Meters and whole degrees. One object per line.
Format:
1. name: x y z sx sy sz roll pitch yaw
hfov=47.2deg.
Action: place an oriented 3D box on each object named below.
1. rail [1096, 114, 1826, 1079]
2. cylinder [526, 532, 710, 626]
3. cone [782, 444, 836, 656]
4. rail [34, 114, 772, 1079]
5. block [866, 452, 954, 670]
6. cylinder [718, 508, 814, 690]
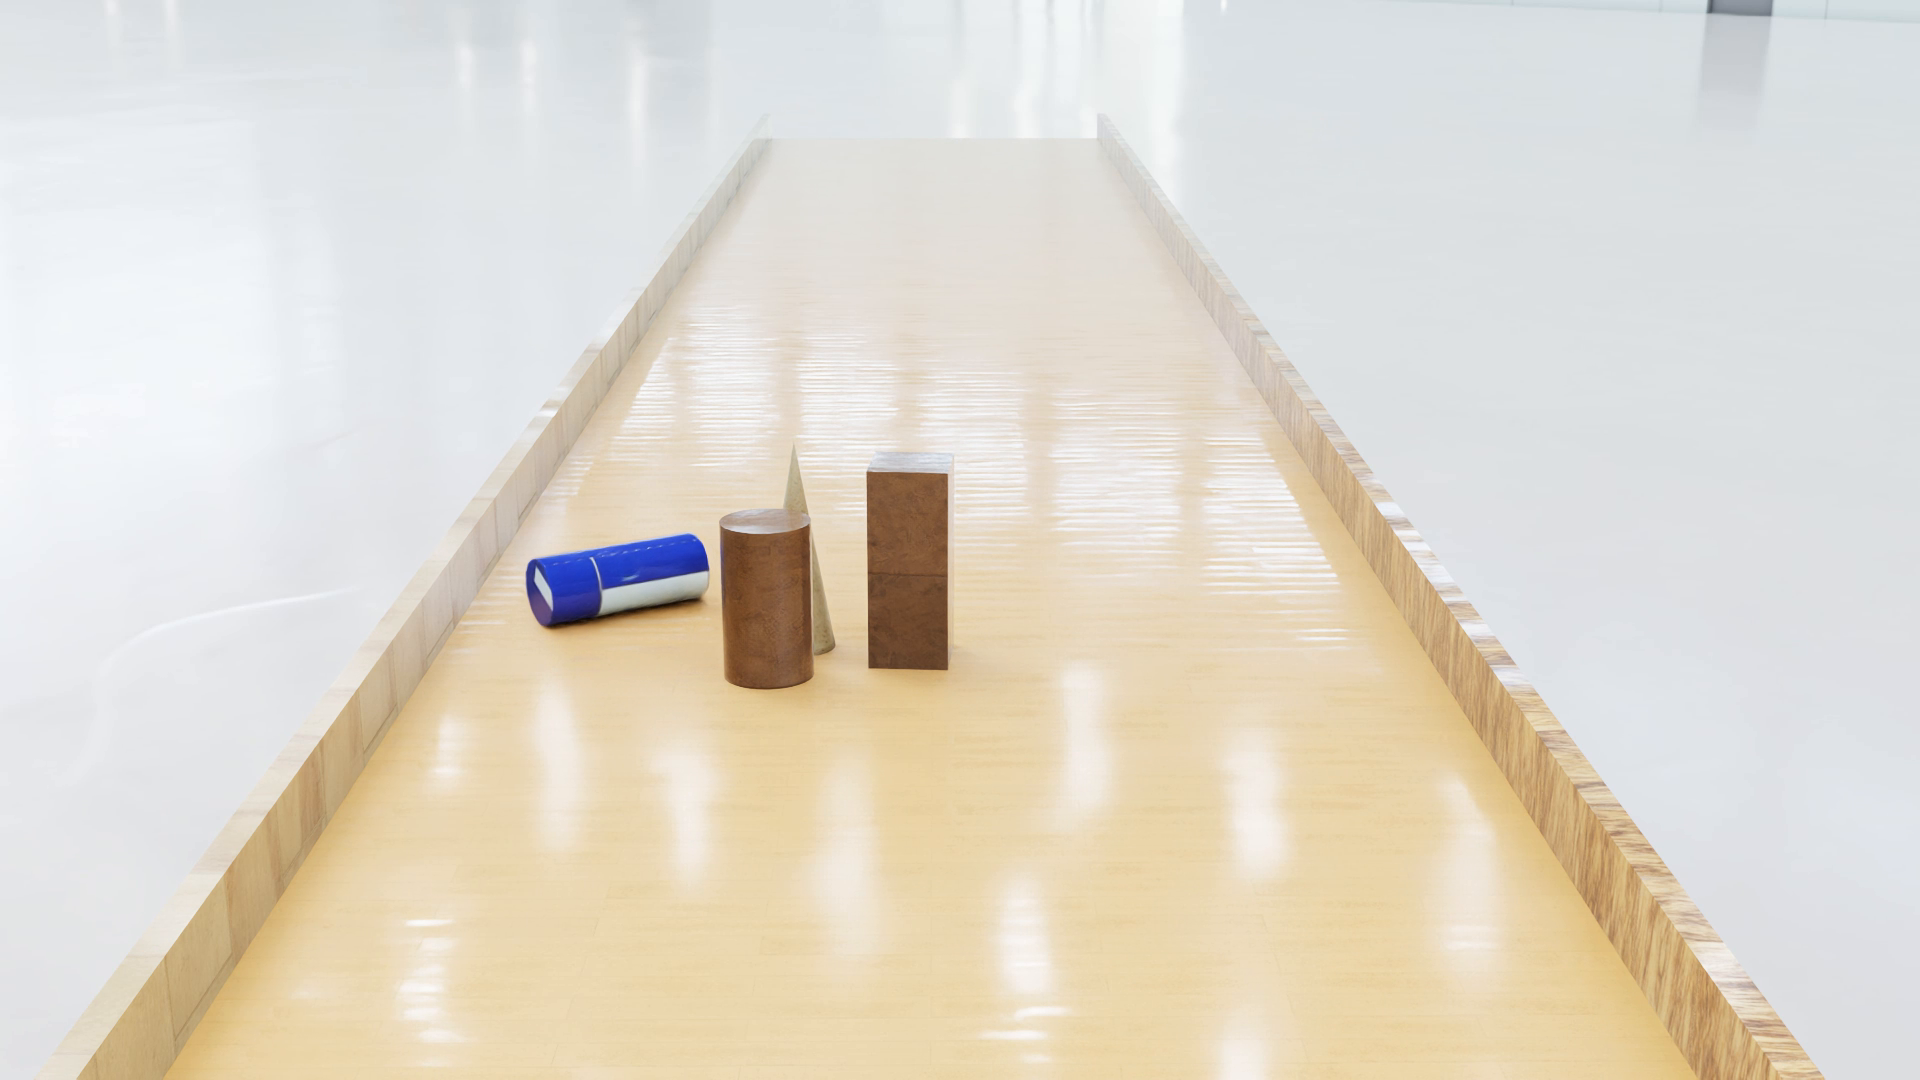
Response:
1. rail: 0.932 -0.844 7.801 0.050 0.150 12.000 0 17 -1
2. cylinder: -0.730 0.082 4.699 0.361 0.143 0.143 -10 19 -31
3. cone: -0.331 0.008 4.440 0.154 0.433 0.154 0 17 0
4. rail: -1.118 -0.838 7.780 0.050 0.150 12.000 0 17 -1
5. block: -0.097 0.040 4.381 0.159 0.404 0.159 1 17 4
6. cylinder: -0.377 0.114 4.293 0.178 0.314 0.178 0 17 0
